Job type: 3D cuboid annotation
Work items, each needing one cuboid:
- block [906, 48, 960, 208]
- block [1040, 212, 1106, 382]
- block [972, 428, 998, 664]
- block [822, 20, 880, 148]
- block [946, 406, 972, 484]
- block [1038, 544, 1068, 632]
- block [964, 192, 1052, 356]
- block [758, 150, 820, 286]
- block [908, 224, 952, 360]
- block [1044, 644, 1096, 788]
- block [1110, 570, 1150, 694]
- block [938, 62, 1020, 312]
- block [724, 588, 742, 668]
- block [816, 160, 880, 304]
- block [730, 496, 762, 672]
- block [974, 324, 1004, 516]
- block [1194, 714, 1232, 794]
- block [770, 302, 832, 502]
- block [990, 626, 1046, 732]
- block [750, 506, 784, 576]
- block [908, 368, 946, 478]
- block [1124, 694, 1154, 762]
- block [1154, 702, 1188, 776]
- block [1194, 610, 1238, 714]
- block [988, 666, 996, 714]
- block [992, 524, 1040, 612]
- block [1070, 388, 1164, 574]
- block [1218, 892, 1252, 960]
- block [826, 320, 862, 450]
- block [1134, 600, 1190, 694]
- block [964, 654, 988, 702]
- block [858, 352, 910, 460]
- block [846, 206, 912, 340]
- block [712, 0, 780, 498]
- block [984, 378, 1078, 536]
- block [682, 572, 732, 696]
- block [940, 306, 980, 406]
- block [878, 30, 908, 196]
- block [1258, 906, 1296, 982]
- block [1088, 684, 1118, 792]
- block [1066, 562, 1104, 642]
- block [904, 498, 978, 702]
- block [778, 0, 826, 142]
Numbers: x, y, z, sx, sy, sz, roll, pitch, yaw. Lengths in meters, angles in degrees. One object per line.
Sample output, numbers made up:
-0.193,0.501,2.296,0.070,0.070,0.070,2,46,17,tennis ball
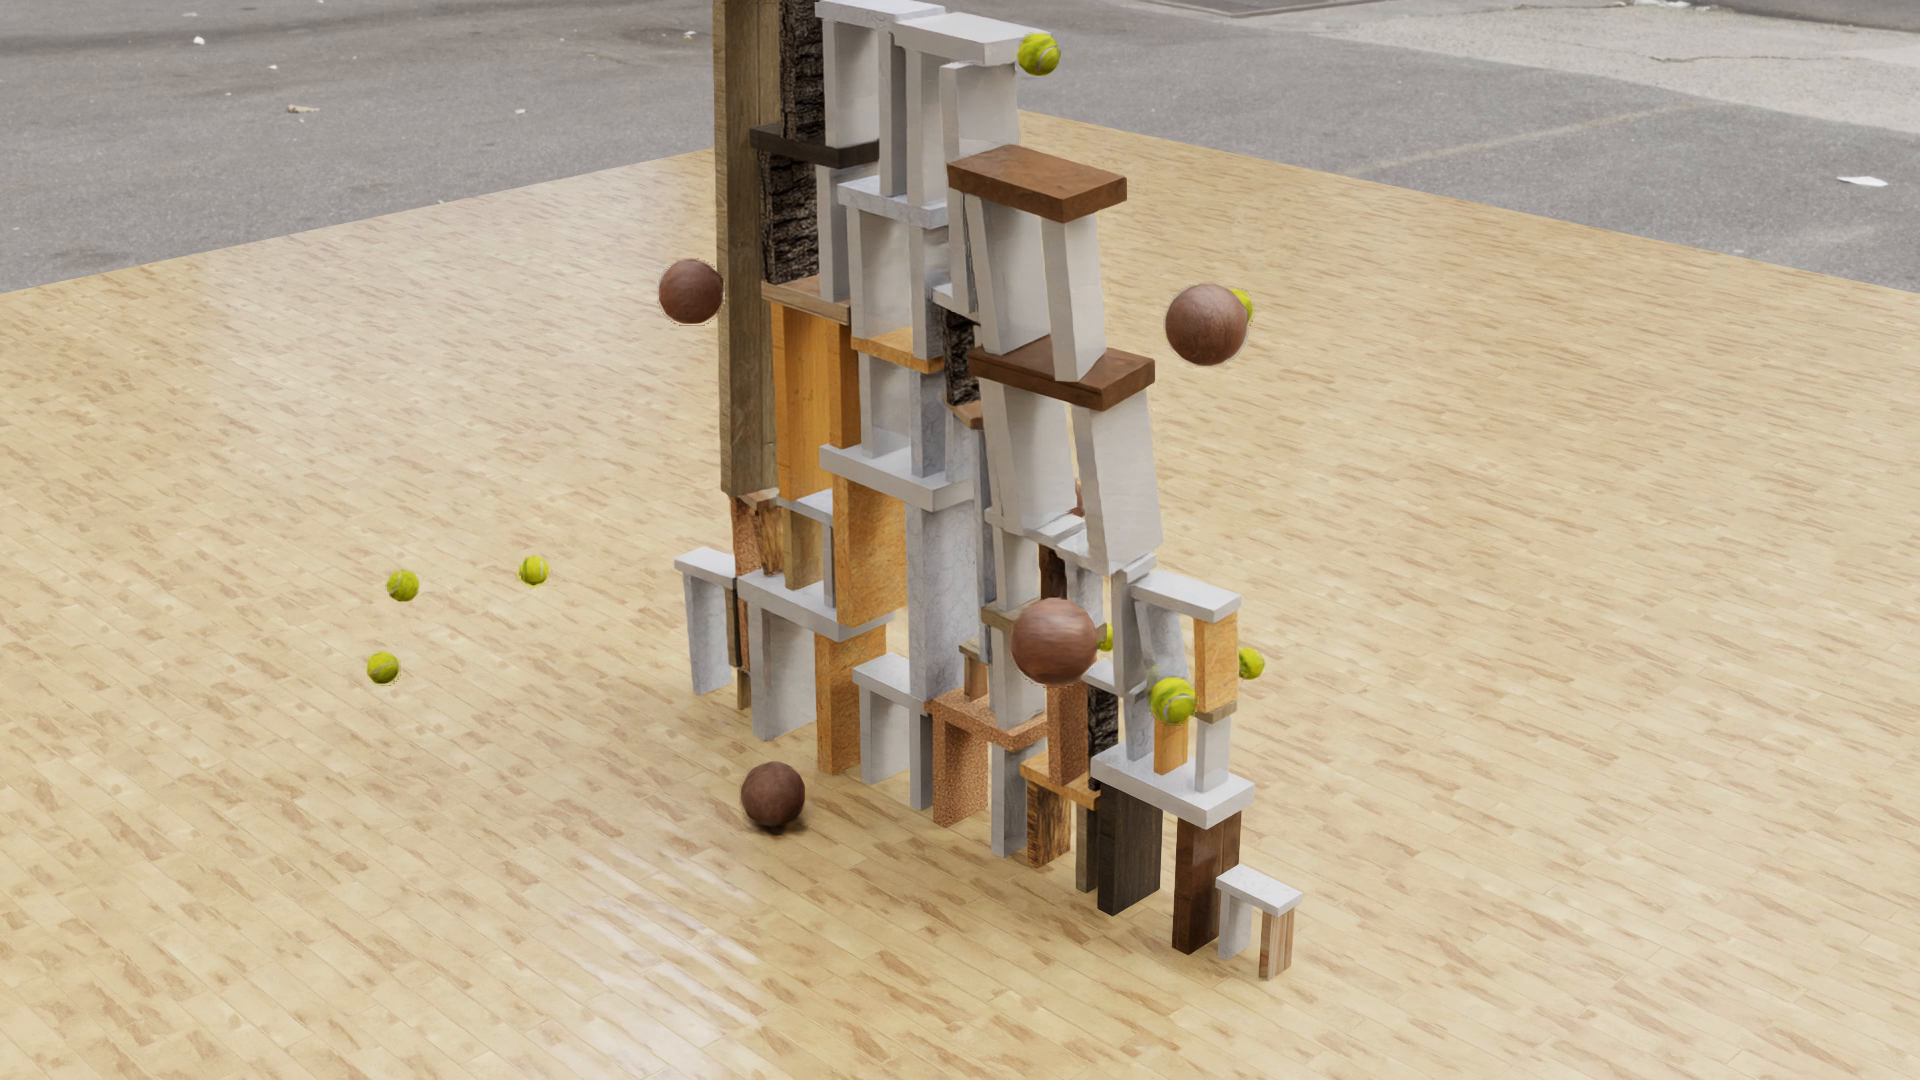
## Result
-0.030,-0.746,3.926,0.139,0.279,0.040,-21,32,-38,block
0.191,-0.423,3.668,0.040,0.284,0.142,5,29,23,block
0.065,0.005,4.114,0.074,0.484,0.021,-21,31,-33,block
-0.197,-0.850,4.067,0.115,0.230,0.033,-21,31,-39,block
0.007,-0.187,4.134,0.074,0.149,0.021,-20,31,-39,block
0.187,0.071,4.011,0.087,0.175,0.025,-25,34,-36,block
0.089,-0.477,3.784,0.142,0.284,0.040,-27,30,-37,block
-0.328,-0.643,4.311,0.131,0.263,0.037,-21,30,-39,block
-0.033,-0.468,4.043,0.036,0.251,0.126,20,31,41,block
0.209,0.315,4.100,0.031,0.279,0.109,20,33,39,block
0.306,0.155,3.919,0.023,0.233,0.082,21,36,39,block
0.041,-0.616,3.798,0.139,0.424,0.040,-23,30,-37,block
-0.469,0.180,4.825,0.026,0.184,0.092,17,26,41,block
-0.210,-0.595,4.194,0.037,0.263,0.131,20,31,40,block
-0.451,0.084,4.773,0.072,0.402,0.021,-17,21,-42,block
0.083,-0.228,3.960,0.027,0.363,0.094,16,33,41,block
0.449,0.372,3.903,0.020,0.142,0.071,21,30,41,block
-0.313,-0.292,4.448,0.129,0.417,0.037,-21,30,-40,block
0.112,0.243,4.188,0.031,0.219,0.109,21,35,41,block
-0.394,-0.003,4.653,0.072,0.145,0.021,-17,10,-35,block
-0.045,-0.233,4.161,0.106,0.212,0.030,-22,31,-40,block
0.329,0.333,4.007,0.018,0.129,0.064,20,36,41,block
0.381,0.346,3.965,0.071,0.142,0.020,-21,29,-41,block
0.447,0.206,3.837,0.087,0.174,0.025,-20,25,-39,block
0.080,0.280,4.253,0.052,0.103,0.015,-23,33,-36,block
0.105,0.037,4.089,0.087,0.175,0.025,-26,34,-37,block
0.273,-0.111,3.794,0.042,0.308,0.148,14,32,43,block
0.498,0.683,3.972,0.020,0.139,0.070,21,31,41,block
-0.197,-0.318,4.302,0.129,0.258,0.037,-21,31,-39,block
0.359,0.176,3.908,0.025,0.174,0.087,3,19,44,block
0.032,0.261,4.300,0.052,0.103,0.015,-23,33,-39,block
-0.144,-0.273,4.254,0.030,0.212,0.106,20,31,40,block
-0.151,-0.516,4.155,0.126,0.251,0.036,-22,30,-40,block
-0.409,-0.621,4.435,0.161,1.120,0.046,-15,30,-32,block
0.129,-0.172,3.918,0.042,0.295,0.148,15,33,42,block
-0.565,0.198,4.922,0.092,0.290,0.026,-21,28,-41,block
0.019,-0.346,4.022,0.094,0.188,0.027,-16,27,-24,block
-0.093,-0.778,3.977,0.115,0.296,0.033,-21,31,-40,block
0.564,0.709,3.912,0.020,0.139,0.070,21,31,41,block
0.265,0.355,4.078,0.018,0.223,0.064,21,33,40,block
0.225,0.093,3.972,0.023,0.164,0.082,18,35,34,block
-0.028,0.100,4.290,0.161,0.409,0.046,-22,30,-40,block
-0.261,-0.920,4.114,0.161,0.322,0.046,-20,31,-39,block
